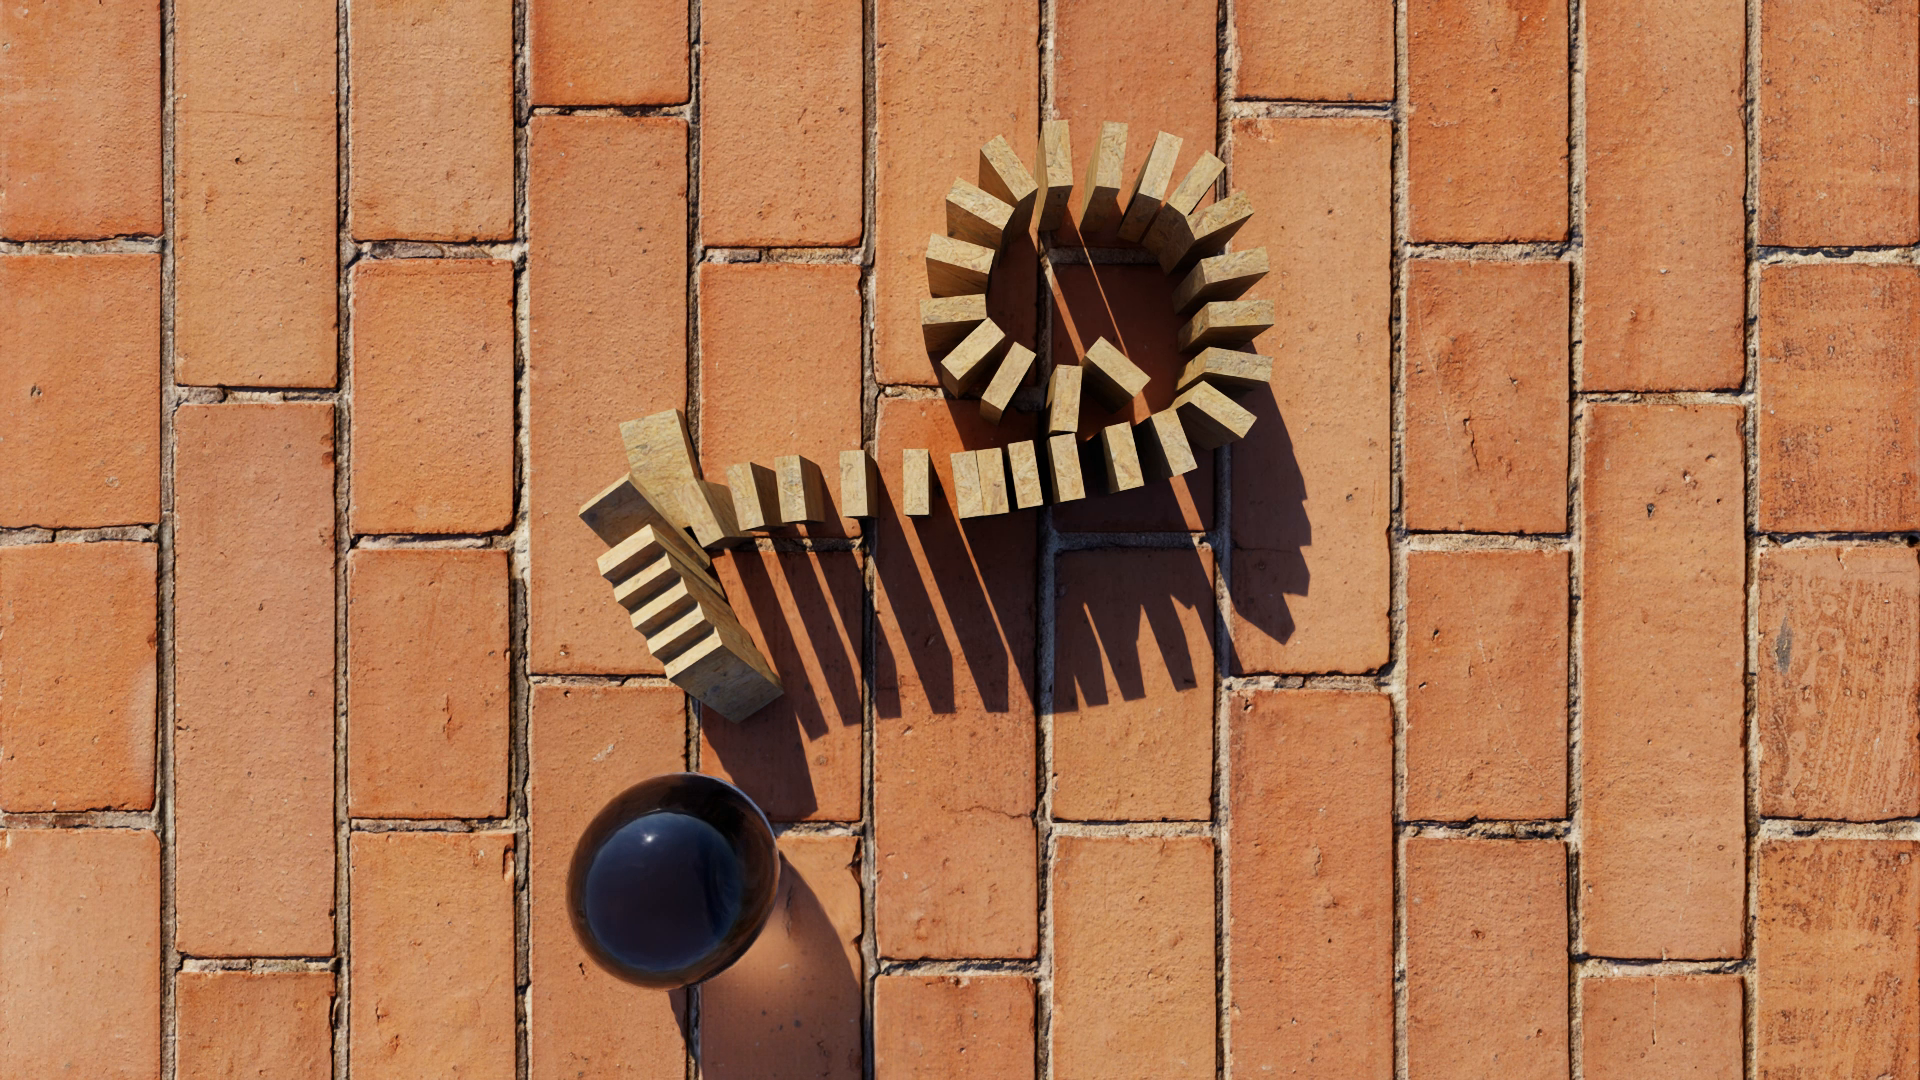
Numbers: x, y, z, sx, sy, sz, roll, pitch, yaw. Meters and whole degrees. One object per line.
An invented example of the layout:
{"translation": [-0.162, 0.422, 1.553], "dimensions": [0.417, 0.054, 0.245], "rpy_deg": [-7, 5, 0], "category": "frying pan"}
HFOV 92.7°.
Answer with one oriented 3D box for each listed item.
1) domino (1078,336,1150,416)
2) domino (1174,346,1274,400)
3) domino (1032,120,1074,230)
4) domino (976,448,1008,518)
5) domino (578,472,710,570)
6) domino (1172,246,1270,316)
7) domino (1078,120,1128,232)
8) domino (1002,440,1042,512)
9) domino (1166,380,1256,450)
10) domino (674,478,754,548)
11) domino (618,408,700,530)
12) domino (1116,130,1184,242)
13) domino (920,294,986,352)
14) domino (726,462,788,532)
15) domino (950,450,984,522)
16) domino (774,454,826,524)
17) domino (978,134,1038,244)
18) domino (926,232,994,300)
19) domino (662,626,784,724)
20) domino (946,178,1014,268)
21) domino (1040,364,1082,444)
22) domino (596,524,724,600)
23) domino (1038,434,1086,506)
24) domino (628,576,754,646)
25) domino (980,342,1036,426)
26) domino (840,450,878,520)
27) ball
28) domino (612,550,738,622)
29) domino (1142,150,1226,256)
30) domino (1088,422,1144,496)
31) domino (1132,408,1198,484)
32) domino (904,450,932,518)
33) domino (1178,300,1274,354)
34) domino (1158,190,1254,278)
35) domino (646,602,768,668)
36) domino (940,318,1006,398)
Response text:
{"translation": [0.060, -0.066, 0.375], "dimensions": [0.025, 0.050, 0.010], "rpy_deg": [40, 90, 0], "category": "domino"}
{"translation": [0.107, -0.067, 0.375], "dimensions": [0.025, 0.050, 0.009], "rpy_deg": [9, 90, 0], "category": "domino"}
{"translation": [0.038, -0.148, 0.375], "dimensions": [0.009, 0.050, 0.025], "rpy_deg": [-5, 90, 0], "category": "domino"}
{"translation": [0.012, -0.022, 0.375], "dimensions": [0.009, 0.050, 0.025], "rpy_deg": [-7, 90, 0], "category": "domino"}
{"translation": [-0.131, -0.001, 0.384], "dimensions": [0.025, 0.009, 0.050], "rpy_deg": [-35, 118, 3], "category": "domino"}
{"translation": [0.105, -0.105, 0.375], "dimensions": [0.025, 0.050, 0.009], "rpy_deg": [-11, 90, 0], "category": "domino"}
{"translation": [0.058, -0.147, 0.375], "dimensions": [0.009, 0.050, 0.025], "rpy_deg": [7, 90, 0], "category": "domino"}
{"translation": [0.025, -0.025, 0.375], "dimensions": [0.009, 0.050, 0.025], "rpy_deg": [-9, 90, 0], "category": "domino"}
{"translation": [0.101, -0.050, 0.375], "dimensions": [0.025, 0.050, 0.010], "rpy_deg": [35, 90, 0], "category": "domino"}
{"translation": [-0.100, -0.010, 0.375], "dimensions": [0.010, 0.050, 0.025], "rpy_deg": [-27, 90, 0], "category": "domino"}
{"translation": [-0.127, -0.029, 0.395], "dimensions": [0.025, 0.009, 0.050], "rpy_deg": [-15, 90, 0], "category": "domino"}
{"translation": [0.077, -0.143, 0.375], "dimensions": [0.010, 0.050, 0.025], "rpy_deg": [19, 90, 0], "category": "domino"}
{"translation": [-0.003, -0.088, 0.375], "dimensions": [0.025, 0.050, 0.009], "rpy_deg": [-5, 90, 0], "category": "domino"}
{"translation": [-0.082, -0.017, 0.375], "dimensions": [0.010, 0.050, 0.025], "rpy_deg": [-13, 90, 0], "category": "domino"}
{"translation": [0.003, -0.021, 0.375], "dimensions": [0.009, 0.050, 0.025], "rpy_deg": [-8, 90, 0], "category": "domino"}
{"translation": [-0.065, -0.020, 0.375], "dimensions": [0.009, 0.050, 0.025], "rpy_deg": [-7, 90, 0], "category": "domino"}
{"translation": [0.019, -0.142, 0.375], "dimensions": [0.009, 0.050, 0.025], "rpy_deg": [-36, 90, 0], "category": "domino"}
{"translation": [0.000, -0.110, 0.375], "dimensions": [0.025, 0.050, 0.010], "rpy_deg": [15, 90, 0], "category": "domino"}
{"translation": [-0.096, 0.057, 0.377], "dimensions": [0.025, 0.050, 0.009], "rpy_deg": [-33, 53, 0], "category": "domino"}
{"translation": [0.008, -0.129, 0.375], "dimensions": [0.025, 0.050, 0.010], "rpy_deg": [29, 90, 0], "category": "domino"}
{"translation": [0.041, -0.054, 0.375], "dimensions": [0.009, 0.050, 0.025], "rpy_deg": [5, 90, 0], "category": "domino"}
{"translation": [-0.122, 0.016, 0.377], "dimensions": [0.025, 0.050, 0.009], "rpy_deg": [-34, 53, 0], "category": "domino"}
{"translation": [0.041, -0.028, 0.375], "dimensions": [0.009, 0.050, 0.025], "rpy_deg": [-10, 90, 0], "category": "domino"}
{"translation": [-0.110, 0.037, 0.377], "dimensions": [0.025, 0.050, 0.010], "rpy_deg": [-33, 53, 0], "category": "domino"}
{"translation": [0.019, -0.063, 0.375], "dimensions": [0.010, 0.050, 0.025], "rpy_deg": [31, 90, 0], "category": "domino"}
{"translation": [-0.041, -0.022, 0.375], "dimensions": [0.009, 0.050, 0.025], "rpy_deg": [-3, 90, 0], "category": "domino"}
{"translation": [-0.111, 0.132, 0.360], "dimensions": [0.080, 0.080, 0.080], "rpy_deg": [0, 90, 0], "category": "ball"}
{"translation": [-0.116, 0.027, 0.377], "dimensions": [0.025, 0.050, 0.010], "rpy_deg": [-33, 53, 0], "category": "domino"}
{"translation": [0.090, -0.136, 0.375], "dimensions": [0.009, 0.050, 0.025], "rpy_deg": [37, 90, 0], "category": "domino"}
{"translation": [0.063, -0.032, 0.375], "dimensions": [0.010, 0.050, 0.025], "rpy_deg": [-13, 90, 0], "category": "domino"}
{"translation": [0.082, -0.038, 0.375], "dimensions": [0.010, 0.050, 0.025], "rpy_deg": [-21, 90, 0], "category": "domino"}
{"translation": [-0.017, -0.022, 0.375], "dimensions": [0.010, 0.050, 0.025], "rpy_deg": [0, 90, 0], "category": "domino"}
{"translation": [0.108, -0.087, 0.375], "dimensions": [0.025, 0.050, 0.010], "rpy_deg": [-3, 90, 0], "category": "domino"}
{"translation": [0.099, -0.124, 0.375], "dimensions": [0.025, 0.050, 0.010], "rpy_deg": [-25, 90, 0], "category": "domino"}
{"translation": [-0.103, 0.047, 0.377], "dimensions": [0.025, 0.050, 0.009], "rpy_deg": [-33, 53, 0], "category": "domino"}
{"translation": [0.005, -0.073, 0.375], "dimensions": [0.025, 0.050, 0.010], "rpy_deg": [-43, 90, 0], "category": "domino"}
